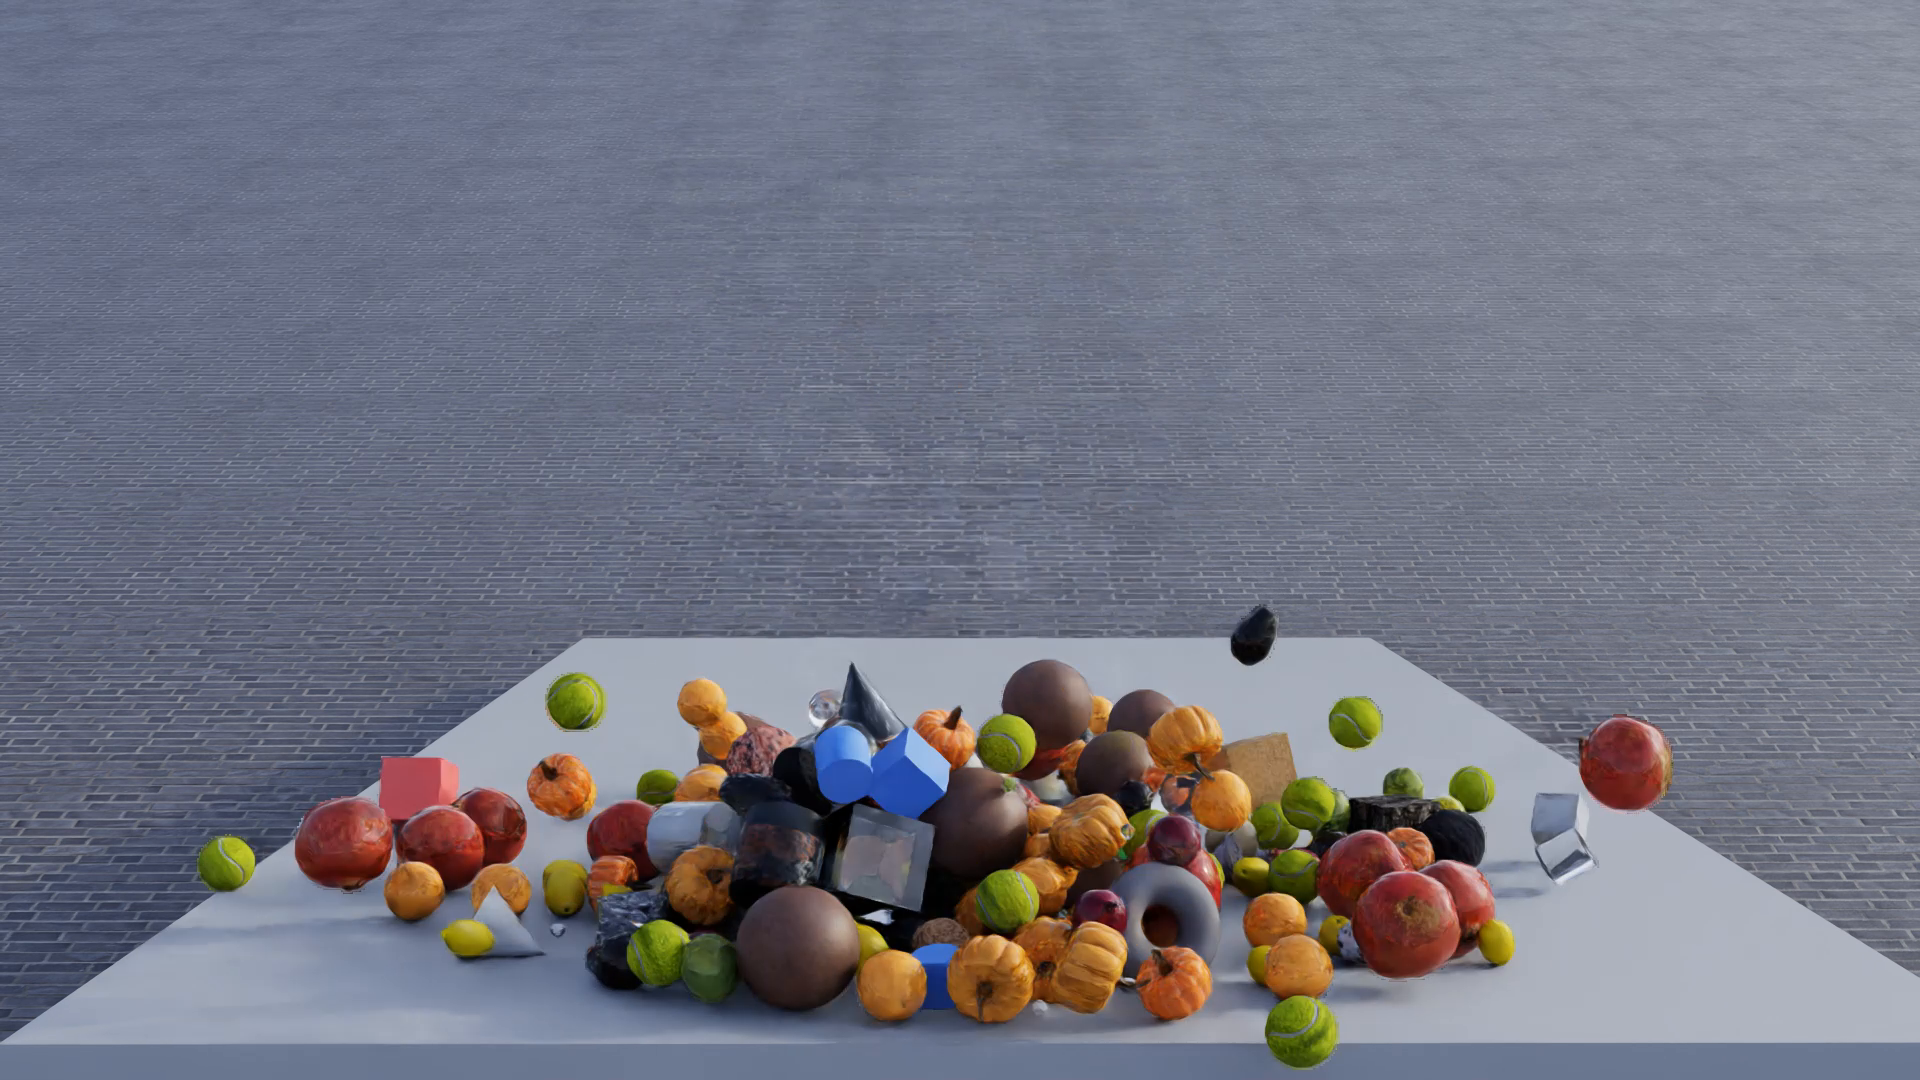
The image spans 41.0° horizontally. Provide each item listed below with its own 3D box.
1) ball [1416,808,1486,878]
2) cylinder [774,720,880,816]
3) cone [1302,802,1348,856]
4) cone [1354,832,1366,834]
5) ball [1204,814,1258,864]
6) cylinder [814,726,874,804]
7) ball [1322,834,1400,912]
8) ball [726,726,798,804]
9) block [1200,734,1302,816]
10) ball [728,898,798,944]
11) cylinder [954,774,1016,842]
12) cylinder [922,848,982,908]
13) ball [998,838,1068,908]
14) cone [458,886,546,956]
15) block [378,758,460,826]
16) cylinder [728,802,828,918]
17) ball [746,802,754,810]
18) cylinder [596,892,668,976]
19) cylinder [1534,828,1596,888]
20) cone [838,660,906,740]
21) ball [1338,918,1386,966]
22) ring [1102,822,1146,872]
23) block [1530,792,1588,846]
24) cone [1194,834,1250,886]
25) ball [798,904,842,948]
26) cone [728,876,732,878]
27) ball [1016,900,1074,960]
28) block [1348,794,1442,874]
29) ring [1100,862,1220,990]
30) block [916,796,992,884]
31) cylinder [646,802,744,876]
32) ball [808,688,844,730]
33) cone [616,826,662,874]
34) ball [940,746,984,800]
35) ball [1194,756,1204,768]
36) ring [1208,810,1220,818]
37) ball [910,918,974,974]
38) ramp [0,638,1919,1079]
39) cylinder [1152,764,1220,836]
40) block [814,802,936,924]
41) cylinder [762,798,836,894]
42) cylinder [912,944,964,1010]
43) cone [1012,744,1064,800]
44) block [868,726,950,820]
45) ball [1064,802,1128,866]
[{"bbox_3d":[0.646,0.399,3.380,0.090,0.090,0.090,0,20,0],"label":"ball"},{"bbox_3d":[-0.151,0.264,2.941,0.090,0.090,0.090,14,25,34],"label":"cylinder"},{"bbox_3d":[0.503,0.416,3.543,0.079,0.079,0.079,-30,30,-19],"label":"cone"},{"bbox_3d":[0.533,0.424,3.431,0.054,0.054,0.054,1,-23,3],"label":"cone"},{"bbox_3d":[0.365,0.404,3.444,0.072,0.072,0.072,0,20,0],"label":"ball"},{"bbox_3d":[-0.127,0.245,2.800,0.060,0.060,0.060,-3,32,-7],"label":"cylinder"},{"bbox_3d":[0.495,0.410,3.166,0.095,0.095,0.095,0,20,0],"label":"ball"},{"bbox_3d":[-0.233,0.271,3.088,0.095,0.095,0.095,0,20,0],"label":"ball"},{"bbox_3d":[0.413,0.334,3.649,0.095,0.095,0.095,-13,-2,-19],"label":"block"},{"bbox_3d":[-0.225,0.420,2.939,0.082,0.082,0.082,0,20,0],"label":"ball"},{"bbox_3d":[0.029,0.334,3.194,0.076,0.076,0.076,-6,-12,-1],"label":"cylinder"},{"bbox_3d":[-0.012,0.415,3.183,0.074,0.074,0.074,3,-2,0],"label":"cylinder"},{"bbox_3d":[0.090,0.413,3.183,0.088,0.088,0.088,0,20,0],"label":"ball"},{"bbox_3d":[-0.511,0.453,2.920,0.089,0.089,0.089,27,22,-1],"label":"cone"},{"bbox_3d":[-0.788,0.368,3.740,0.088,0.088,0.088,0,-13,6],"label":"block"},{"bbox_3d":[-0.197,0.349,2.801,0.094,0.094,0.094,4,55,10],"label":"cylinder"},{"bbox_3d":[-0.281,0.393,3.736,0.058,0.058,0.058,0,20,0],"label":"ball"},{"bbox_3d":[-0.364,0.438,2.855,0.078,0.078,0.078,-1,3,0],"label":"cylinder"},{"bbox_3d":[0.776,0.406,3.291,0.057,0.057,0.057,-32,15,13],"label":"cylinder"},{"bbox_3d":[-0.124,0.199,3.189,0.099,0.099,0.099,-13,1,0],"label":"cone"},{"bbox_3d":[0.448,0.449,2.868,0.054,0.054,0.054,0,20,0],"label":"ball"},{"bbox_3d":[0.199,0.374,3.100,0.026,0.077,0.077,-33,18,9],"label":"ring"},{"bbox_3d":[0.813,0.384,3.482,0.059,0.059,0.059,-1,55,28],"label":"block"},{"bbox_3d":[0.330,0.429,3.337,0.071,0.071,0.071,-25,14,16],"label":"cone"},{"bbox_3d":[-0.162,0.445,2.960,0.050,0.050,0.050,0,20,0],"label":"ball"},{"bbox_3d":[-0.288,0.435,3.340,0.054,0.054,0.054,-2,30,-5],"label":"cone"},{"bbox_3d":[0.096,0.441,2.901,0.066,0.066,0.066,0,20,0],"label":"ball"},{"bbox_3d":[0.584,0.395,3.454,0.089,0.089,0.089,-2,4,-26],"label":"block"},{"bbox_3d":[0.216,0.417,2.772,0.139,0.139,0.046,-8,-13,-20],"label":"ring"},{"bbox_3d":[-0.020,0.358,3.111,0.081,0.081,0.081,24,-9,14],"label":"block"},{"bbox_3d":[-0.306,0.350,3.005,0.087,0.087,0.087,-5,13,38],"label":"cylinder"},{"bbox_3d":[-0.185,0.240,3.633,0.060,0.060,0.060,0,20,0],"label":"ball"},{"bbox_3d":[-0.424,0.407,3.414,0.079,0.079,0.079,-5,16,26],"label":"cone"},{"bbox_3d":[-0.004,0.281,3.097,0.065,0.065,0.065,0,20,0],"label":"ball"},{"bbox_3d":[0.400,0.371,4.126,0.055,0.055,0.055,0,20,0],"label":"ball"},{"bbox_3d":[0.368,0.392,3.872,0.131,0.044,0.131,0,2,0],"label":"ring"},{"bbox_3d":[-0.020,0.444,2.778,0.069,0.069,0.069,0,20,0],"label":"ball"},{"bbox_3d":[0.047,0.423,4.534,2.000,0.100,4.000,0,4,0],"label":"ramp"},{"bbox_3d":[0.301,0.348,3.433,0.077,0.077,0.077,-3,-23,-9],"label":"cylinder"},{"bbox_3d":[-0.099,0.357,2.831,0.098,0.098,0.098,18,-22,-19],"label":"block"},{"bbox_3d":[-0.193,0.367,3.076,0.081,0.081,0.081,-3,32,-9],"label":"cylinder"},{"bbox_3d":[-0.023,0.457,2.686,0.052,0.052,0.052,-5,15,1],"label":"cylinder"},{"bbox_3d":[0.126,0.355,3.974,0.082,0.082,0.082,7,1,0],"label":"cone"},{"bbox_3d":[-0.059,0.264,2.865,0.066,0.066,0.066,-41,16,20],"label":"block"},{"bbox_3d":[0.183,0.396,3.461,0.087,0.087,0.087,0,20,0],"label":"ball"}]
